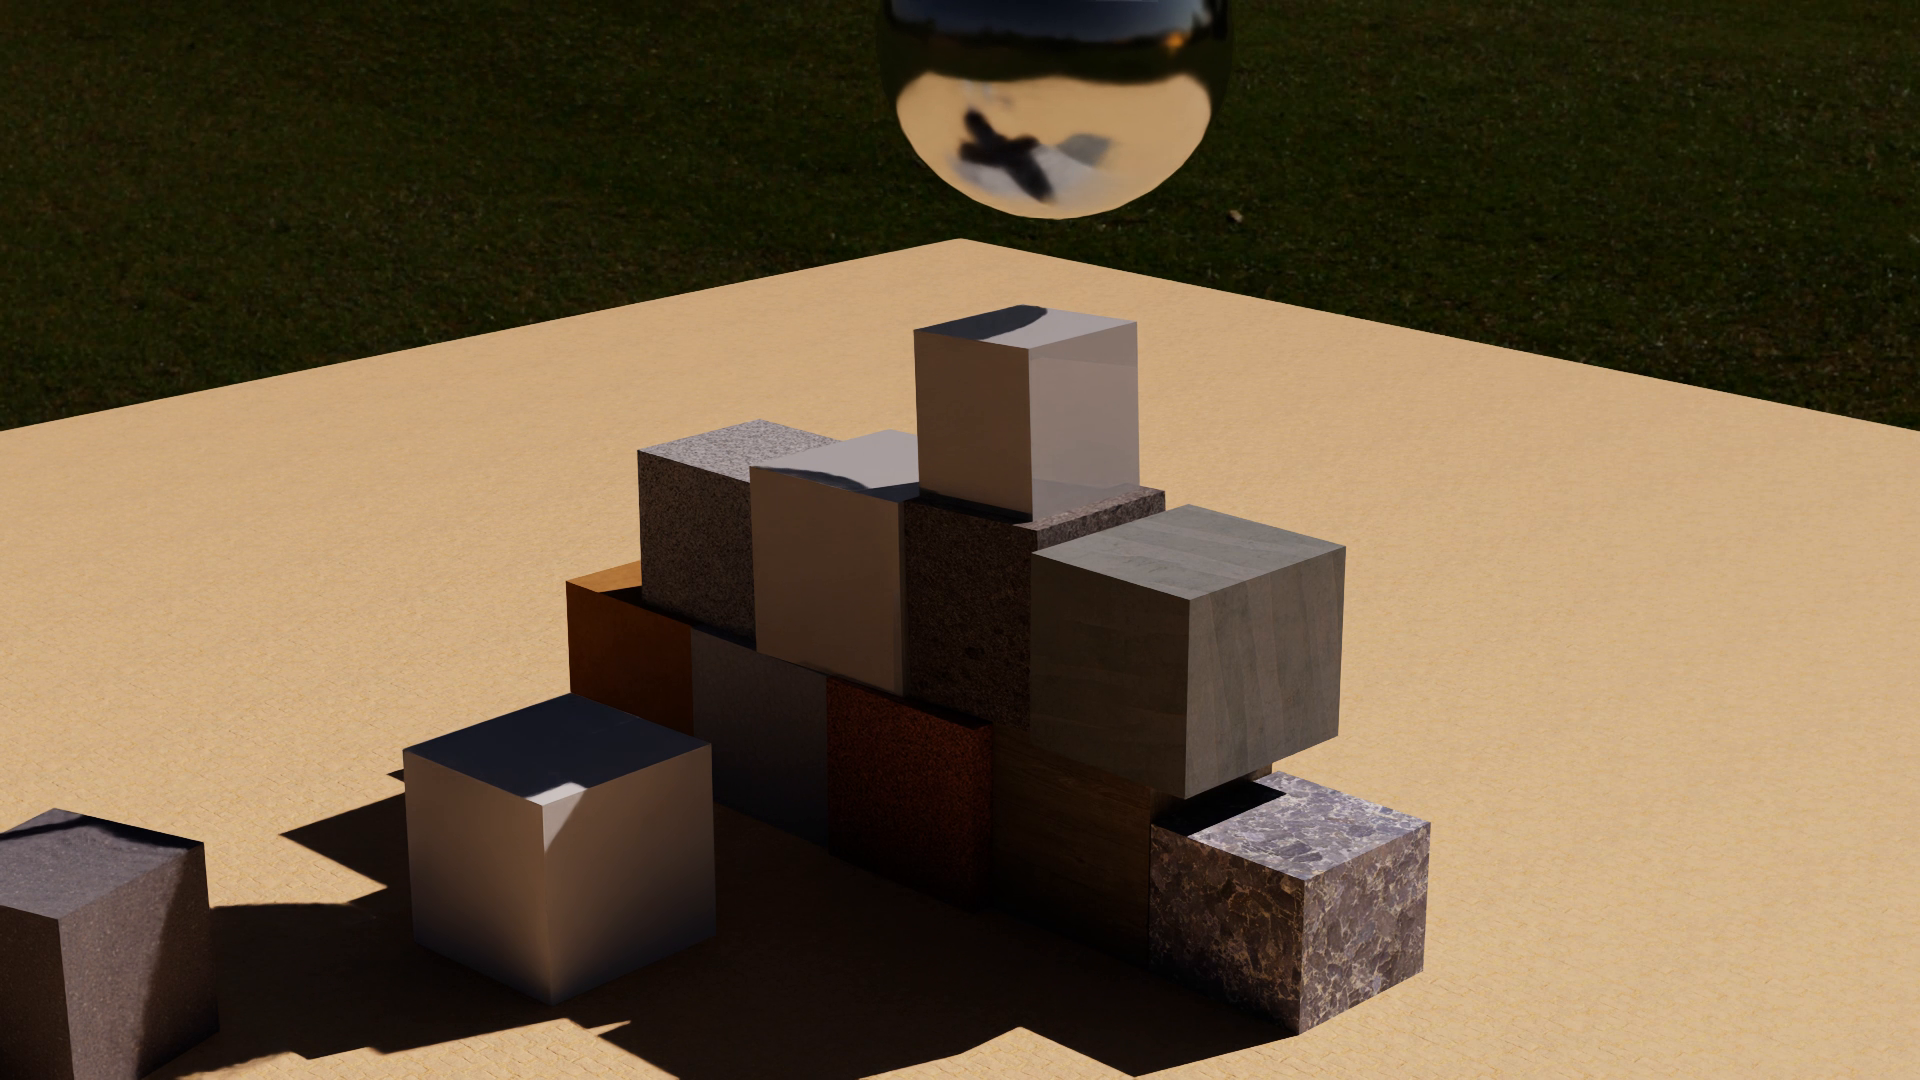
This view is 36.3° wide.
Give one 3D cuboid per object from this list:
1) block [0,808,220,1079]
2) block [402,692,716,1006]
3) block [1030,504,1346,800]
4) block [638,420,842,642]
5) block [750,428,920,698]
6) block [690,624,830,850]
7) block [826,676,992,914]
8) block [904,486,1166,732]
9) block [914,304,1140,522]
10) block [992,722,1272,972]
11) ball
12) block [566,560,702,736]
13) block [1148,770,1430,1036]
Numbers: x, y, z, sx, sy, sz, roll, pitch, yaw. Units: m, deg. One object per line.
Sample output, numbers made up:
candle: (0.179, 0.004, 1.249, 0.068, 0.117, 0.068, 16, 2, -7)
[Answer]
block: (-3.557, 1.662, 11.664, 0.788, 0.836, 0.817, 9, 19, 26)
block: (-1.723, 1.311, 12.672, 0.924, 0.900, 0.935, 15, 23, 40)
block: (0.964, 0.449, 12.467, 1.010, 0.859, 0.875, -17, 24, -42)
block: (-0.958, -0.055, 14.332, 0.924, 0.783, 0.804, 16, 24, 42)
block: (-0.298, 0.084, 13.643, 0.978, 0.905, 0.905, 14, 22, 42)
block: (-0.608, 0.839, 14.237, 0.953, 0.863, 0.997, -17, 24, -42)
block: (0.079, 1.040, 13.571, 0.943, 0.878, 1.011, 17, 24, 42)
block: (0.343, 0.246, 13.035, 0.802, 0.915, 0.831, 13, 22, 43)
block: (0.297, -0.571, 12.864, 0.680, 0.752, 0.700, 13, 21, 42)
block: (0.755, 1.225, 12.939, 0.807, 0.904, 0.920, -17, 24, -42)
ball: (0.424, -2.235, 13.084, 1.600, 1.600, 1.600, 0, 17, 0)
block: (-1.320, 0.626, 14.911, 0.913, 0.864, 0.989, -17, 24, -42)
block: (1.388, 1.513, 12.389, 0.843, 0.684, 0.818, -17, 24, -42)
